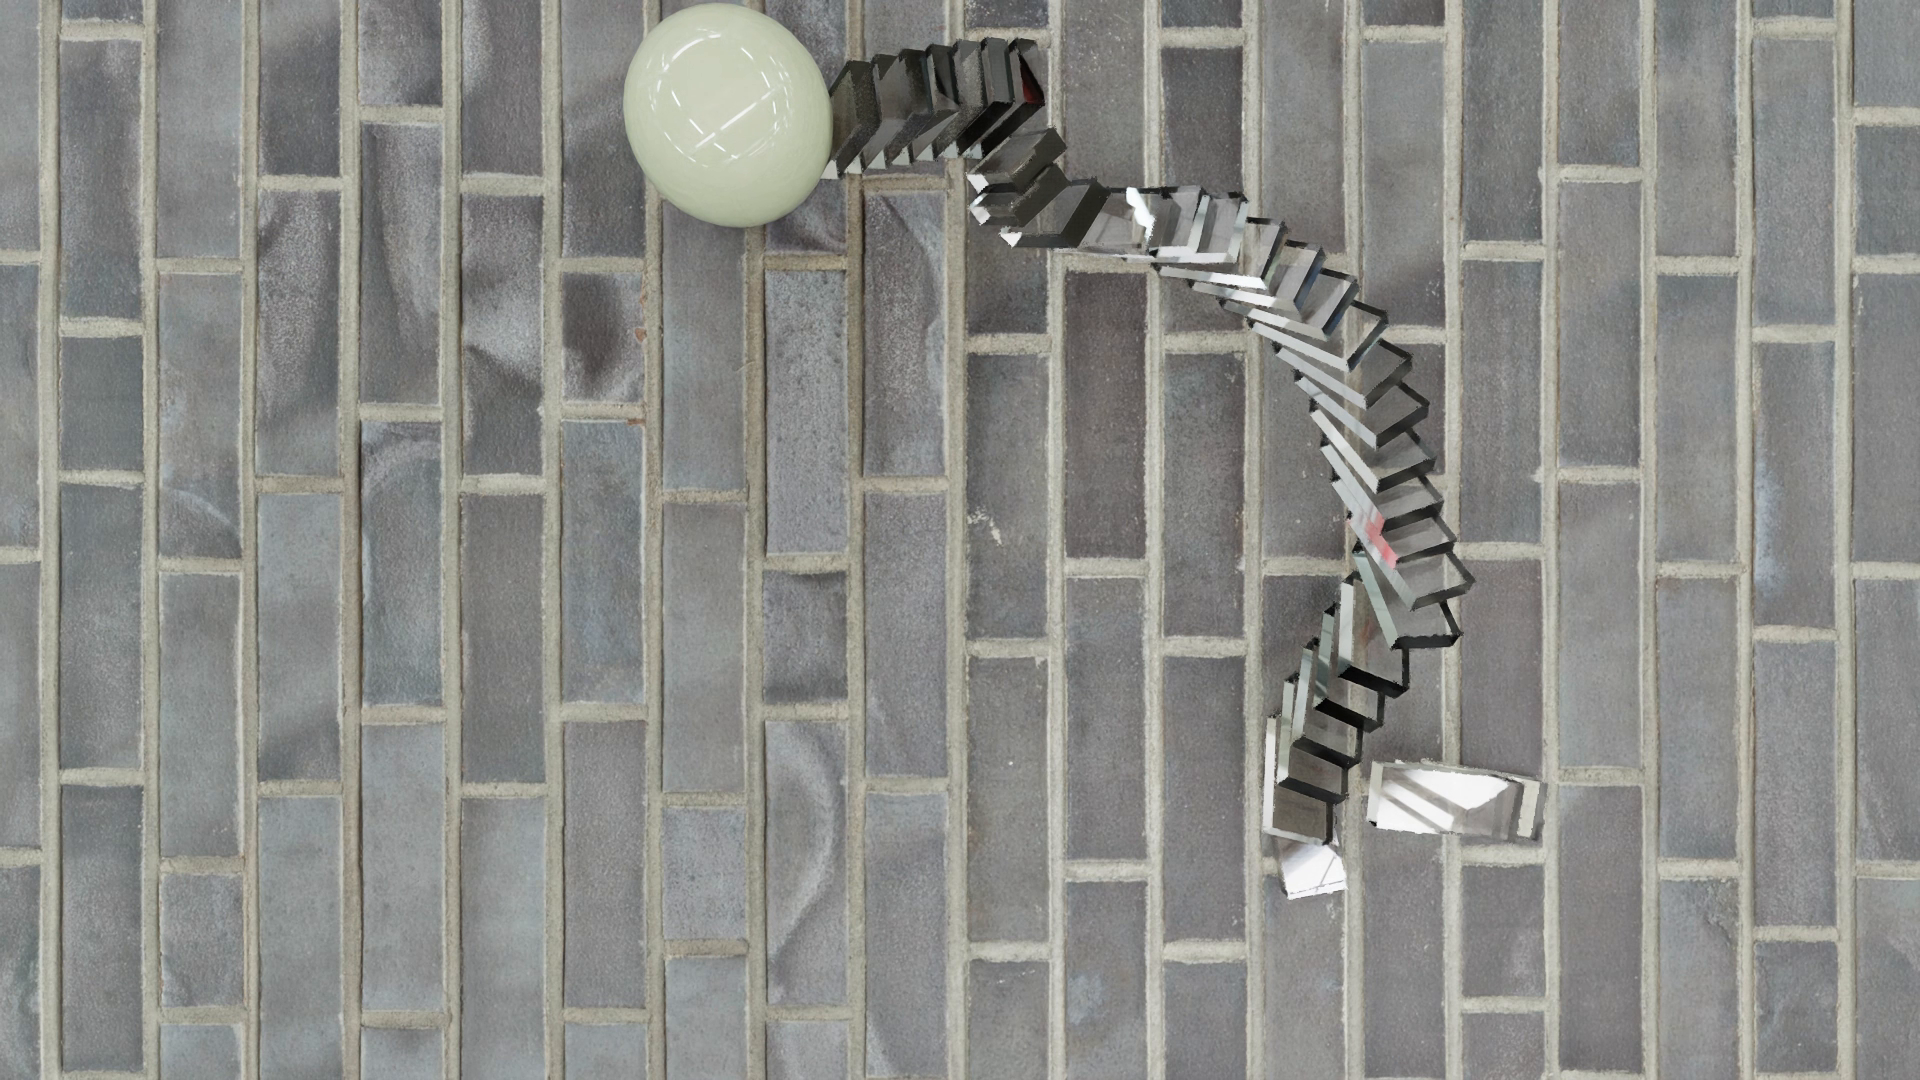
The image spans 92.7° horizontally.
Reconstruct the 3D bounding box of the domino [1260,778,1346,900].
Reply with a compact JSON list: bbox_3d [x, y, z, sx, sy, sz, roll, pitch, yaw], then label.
[{"bbox_3d":[0.148,0.126,0.395,0.025,0.009,0.050,-11,90,0],"label":"domino"}]

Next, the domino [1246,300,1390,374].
[{"bbox_3d":[0.148,-0.091,0.381,0.025,0.010,0.050,-51,52,0],"label":"domino"}]

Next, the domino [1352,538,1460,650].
[{"bbox_3d":[0.184,0.021,0.380,0.025,0.010,0.050,-2,51,-1],"label":"domino"}]

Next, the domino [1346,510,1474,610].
[{"bbox_3d":[0.186,0.003,0.380,0.025,0.009,0.050,-17,53,-3],"label":"domino"}]

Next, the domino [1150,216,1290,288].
[{"bbox_3d":[0.107,-0.121,0.381,0.050,0.010,0.025,21,90,38],"label":"domino"}]

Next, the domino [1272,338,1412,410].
[{"bbox_3d":[0.158,-0.077,0.381,0.025,0.010,0.050,-42,51,0],"label":"domino"}]

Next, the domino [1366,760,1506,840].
[{"bbox_3d":[0.195,0.107,0.376,0.050,0.009,0.025,6,90,0],"label":"domino"}]

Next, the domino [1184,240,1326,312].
[{"bbox_3d":[0.122,-0.113,0.381,0.050,0.009,0.025,26,90,38],"label":"domino"}]

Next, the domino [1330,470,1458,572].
[{"bbox_3d":[0.179,-0.013,0.381,0.025,0.010,0.050,-19,53,-1],"label":"domino"}]

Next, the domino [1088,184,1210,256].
[{"bbox_3d":[0.076,-0.132,0.381,0.050,0.010,0.025,13,90,37],"label":"domino"}]

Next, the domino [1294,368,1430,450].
[{"bbox_3d":[0.166,-0.062,0.381,0.025,0.009,0.050,-33,51,0],"label":"domino"}]

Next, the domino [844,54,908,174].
[{"bbox_3d":[-0.038,-0.173,0.376,0.010,0.050,0.025,-8,90,-27],"label":"domino"}]

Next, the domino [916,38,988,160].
[{"bbox_3d":[-0.006,-0.179,0.376,0.010,0.050,0.025,-7,90,-27],"label":"domino"}]

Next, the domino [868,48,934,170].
[{"bbox_3d":[-0.027,-0.175,0.376,0.009,0.050,0.025,-8,90,-27],"label":"domino"}]

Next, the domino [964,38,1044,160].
[{"bbox_3d":[0.016,-0.180,0.376,0.009,0.050,0.025,-7,90,-28],"label":"domino"}]

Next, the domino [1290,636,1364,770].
[{"bbox_3d":[0.154,0.067,0.381,0.025,0.009,0.050,23,53,2],"label":"domino"}]

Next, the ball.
[{"bbox_3d":[-0.090,-0.165,0.360,0.080,0.080,0.080,0,90,0],"label":"ball"}]

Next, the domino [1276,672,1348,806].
[{"bbox_3d":[0.147,0.082,0.381,0.025,0.009,0.050,19,53,1],"label":"domino"}]

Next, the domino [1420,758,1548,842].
[{"bbox_3d":[0.224,0.112,0.395,0.050,0.010,0.025,10,90,0],"label":"domino"}]

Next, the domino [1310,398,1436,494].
[{"bbox_3d":[0.170,-0.044,0.381,0.025,0.010,0.050,-23,53,0],"label":"domino"}]

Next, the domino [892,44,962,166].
[{"bbox_3d":[-0.017,-0.177,0.376,0.009,0.050,0.025,-8,90,-27],"label":"domino"}]

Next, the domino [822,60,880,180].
[{"bbox_3d":[-0.048,-0.171,0.376,0.009,0.050,0.025,-8,90,-27],"label":"domino"}]

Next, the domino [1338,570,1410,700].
[{"bbox_3d":[0.172,0.039,0.381,0.025,0.009,0.050,22,52,0],"label":"domino"}]

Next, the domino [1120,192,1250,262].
[{"bbox_3d":[0.092,-0.129,0.381,0.050,0.009,0.025,13,90,37],"label":"domino"}]

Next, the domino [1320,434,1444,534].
[{"bbox_3d":[0.174,-0.028,0.381,0.025,0.009,0.050,-18,53,0],"label":"domino"}]

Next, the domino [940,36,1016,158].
[{"bbox_3d":[0.005,-0.180,0.376,0.010,0.050,0.025,-7,90,-27],"label":"domino"}]

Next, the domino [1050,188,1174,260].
[{"bbox_3d":[0.061,-0.132,0.381,0.050,0.010,0.025,18,93,37],"label":"domino"}]

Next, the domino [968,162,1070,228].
[{"bbox_3d":[0.023,-0.141,0.376,0.025,0.050,0.009,-43,117,0],"label":"domino"}]

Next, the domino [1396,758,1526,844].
[{"bbox_3d":[0.208,0.110,0.386,0.050,0.009,0.025,10,90,0],"label":"domino"}]

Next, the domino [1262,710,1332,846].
[{"bbox_3d":[0.142,0.099,0.384,0.025,0.010,0.050,14,61,0],"label":"domino"}]

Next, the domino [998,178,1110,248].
[{"bbox_3d":[0.038,-0.134,0.376,0.009,0.050,0.025,31,91,-32],"label":"domino"}]

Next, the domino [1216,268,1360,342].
[{"bbox_3d":[0.135,-0.103,0.381,0.050,0.010,0.025,32,90,38],"label":"domino"}]

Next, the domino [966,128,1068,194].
[{"bbox_3d":[0.022,-0.155,0.376,0.025,0.050,0.010,-43,117,0],"label":"domino"}]

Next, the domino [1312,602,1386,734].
[{"bbox_3d":[0.163,0.052,0.381,0.025,0.010,0.050,24,53,0],"label":"domino"}]
